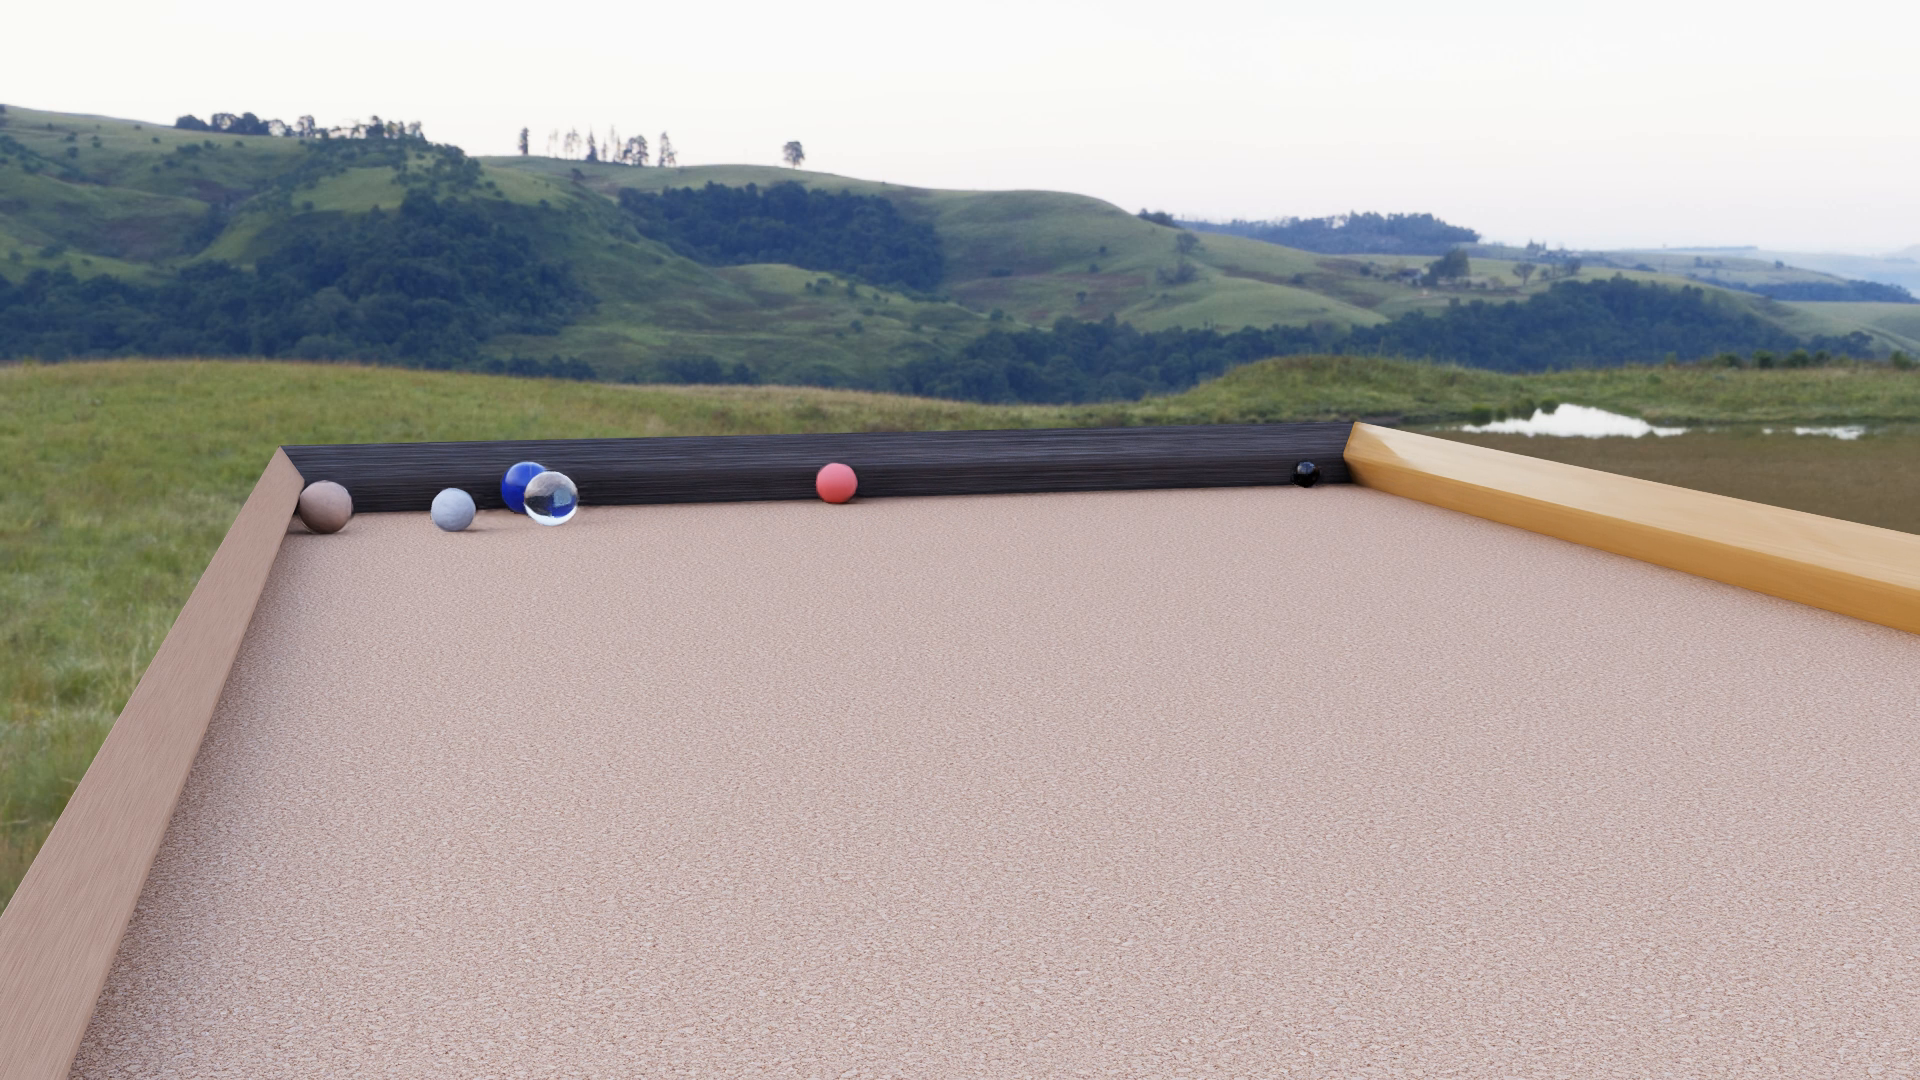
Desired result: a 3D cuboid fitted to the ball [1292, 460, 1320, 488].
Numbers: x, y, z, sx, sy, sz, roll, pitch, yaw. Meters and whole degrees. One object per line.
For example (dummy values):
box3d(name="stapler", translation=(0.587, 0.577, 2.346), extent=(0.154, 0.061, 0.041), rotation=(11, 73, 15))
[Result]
box3d(name="ball", translation=(0.707, -0.134, 4.496), extent=(0.056, 0.056, 0.056), rotation=(0, 8, 0))

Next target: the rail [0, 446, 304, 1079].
box3d(name="rail", translation=(-0.799, 0.133, 2.338), extent=(0.045, 0.127, 3.607), rotation=(-2, 8, -14))

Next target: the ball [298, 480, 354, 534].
box3d(name="ball", translation=(-1.102, -0.057, 3.820), extent=(0.092, 0.092, 0.092), rotation=(0, 8, 0))

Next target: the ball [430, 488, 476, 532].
box3d(name="ball", translation=(-0.886, -0.053, 3.846), extent=(0.076, 0.076, 0.076), rotation=(0, 8, 0))

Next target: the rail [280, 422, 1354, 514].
box3d(name="rail", translation=(-0.212, -0.143, 4.298), extent=(2.142, 0.127, 0.045), rotation=(-2, 8, -14))

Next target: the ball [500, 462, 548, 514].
box3d(name="ball", translation=(-0.802, -0.097, 4.080), extent=(0.098, 0.098, 0.098), rotation=(0, 8, 0))

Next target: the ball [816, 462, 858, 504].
box3d(name="ball", translation=(-0.237, -0.109, 4.239), extent=(0.079, 0.079, 0.079), rotation=(0, 8, 0))

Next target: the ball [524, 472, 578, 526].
box3d(name="ball", translation=(-0.729, -0.074, 3.922), extent=(0.097, 0.097, 0.097), rotation=(0, 8, 0))

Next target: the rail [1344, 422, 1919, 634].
box3d(name="rail", translation=(1.234, 0.063, 2.839), extent=(0.045, 0.127, 3.607), rotation=(-2, 8, -14))
